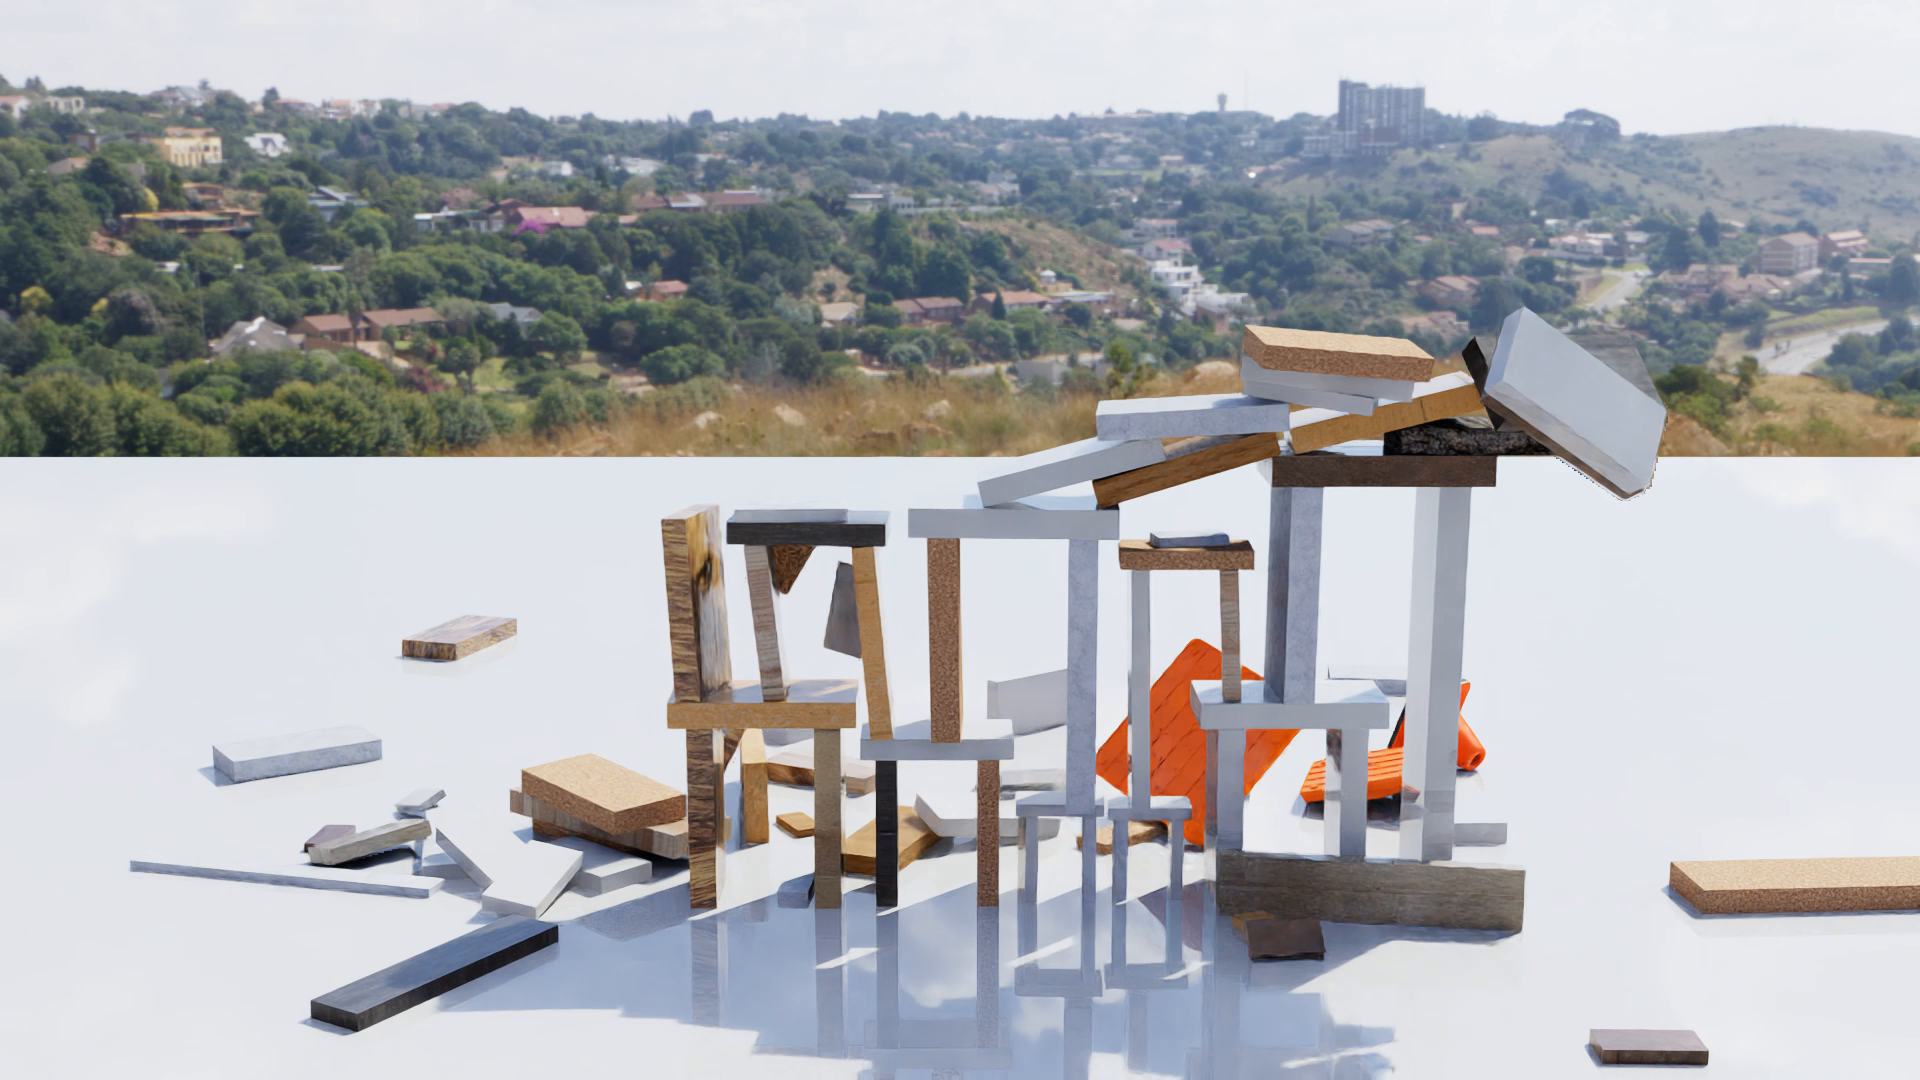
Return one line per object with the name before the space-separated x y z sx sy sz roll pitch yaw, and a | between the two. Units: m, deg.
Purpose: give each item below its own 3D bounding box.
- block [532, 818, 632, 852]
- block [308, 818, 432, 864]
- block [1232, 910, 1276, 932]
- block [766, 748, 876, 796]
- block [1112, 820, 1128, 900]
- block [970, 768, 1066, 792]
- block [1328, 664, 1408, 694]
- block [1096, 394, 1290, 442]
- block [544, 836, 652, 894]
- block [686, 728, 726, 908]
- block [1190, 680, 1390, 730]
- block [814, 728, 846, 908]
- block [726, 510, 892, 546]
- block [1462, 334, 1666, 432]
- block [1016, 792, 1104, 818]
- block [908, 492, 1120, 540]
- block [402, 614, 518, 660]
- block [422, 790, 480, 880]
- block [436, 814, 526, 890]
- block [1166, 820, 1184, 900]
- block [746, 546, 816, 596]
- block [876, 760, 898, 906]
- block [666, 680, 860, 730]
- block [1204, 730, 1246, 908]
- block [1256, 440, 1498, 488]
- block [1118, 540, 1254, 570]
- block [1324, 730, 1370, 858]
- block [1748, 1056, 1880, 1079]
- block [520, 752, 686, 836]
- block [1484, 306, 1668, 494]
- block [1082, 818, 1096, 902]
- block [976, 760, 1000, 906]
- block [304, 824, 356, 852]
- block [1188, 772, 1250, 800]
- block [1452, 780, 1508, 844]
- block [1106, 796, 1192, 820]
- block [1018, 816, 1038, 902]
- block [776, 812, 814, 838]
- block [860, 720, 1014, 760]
block | -0.659 0.519 3.967 0.215 0.030 0.108 9 14 38
block | -1.032 0.527 3.847 0.188 0.027 0.094 -14 5 -38
block | 0.487 0.616 3.481 0.059 0.017 0.117 -5 12 -24
block | -0.256 0.453 4.314 0.238 0.034 0.119 7 11 29
block | 0.266 0.521 3.661 0.020 0.138 0.069 0 11 0
block | 0.124 0.458 4.097 0.191 0.027 0.095 2 -28 -37
block | 0.967 0.320 5.027 0.246 0.035 0.123 1 11 6
block | 0.367 -0.196 3.477 0.297 0.042 0.148 -3 12 6
block | -0.640 0.555 3.771 0.215 0.030 0.108 9 14 41
block | -0.420 0.440 3.645 0.043 0.304 0.152 0 11 0
block | 0.539 0.269 3.610 0.304 0.043 0.152 0 11 0
block | -0.215 0.440 3.645 0.043 0.304 0.152 0 11 0
block | -0.242 -0.020 3.552 0.254 0.036 0.127 1 11 2
block | 0.949 -0.248 3.452 0.301 0.150 0.043 -3 -31 -23
block | 0.165 0.437 3.637 0.146 0.021 0.073 0 11 1
block | 0.088 -0.040 3.548 0.334 0.047 0.167 1 11 2
block | -1.235 0.240 5.440 0.148 0.042 0.296 3 11 17
block | -0.911 0.525 3.946 0.094 0.027 0.434 -2 11 -12
block | -0.793 0.538 3.740 0.108 0.030 0.215 -9 26 -39
block | 0.358 0.521 3.661 0.020 0.138 0.069 0 11 0
block | -0.291 0.018 3.678 0.075 0.150 0.021 23 28 -18
block | -0.120 0.468 3.646 0.035 0.248 0.124 0 11 -1
block | -0.320 0.269 3.612 0.304 0.043 0.152 0 11 0
block | 0.438 0.440 3.645 0.043 0.304 0.152 0 11 -1
block | 0.666 -0.124 3.538 0.353 0.050 0.176 0 11 0
block | 0.365 0.024 3.561 0.213 0.030 0.107 0 10 2
block | 0.639 0.440 3.645 0.043 0.304 0.152 0 11 0
block | 1.099 0.716 2.854 0.201 0.028 0.100 -2 9 -44
block | -0.632 0.446 3.888 0.149 0.042 0.297 -10 17 -42
block | 0.920 -0.208 3.277 0.290 0.145 0.041 32 -31 -15
block | 0.214 0.519 3.653 0.021 0.146 0.073 0 11 1
block | 0.046 0.468 3.647 0.035 0.248 0.124 0 11 0
block | -1.126 0.533 3.932 0.054 0.015 0.109 1 11 4
block | 0.499 0.474 4.238 0.068 0.019 0.137 -3 11 -16
block | 0.910 0.499 4.056 0.132 0.037 0.264 0 11 0
block | 0.312 0.444 3.647 0.138 0.020 0.069 0 11 0
block | 0.112 0.519 3.651 0.021 0.146 0.073 -1 11 -8
block | -0.292 0.519 4.011 0.051 0.014 0.102 -5 12 -27
block | -0.038 0.328 3.621 0.248 0.035 0.124 0 11 0
